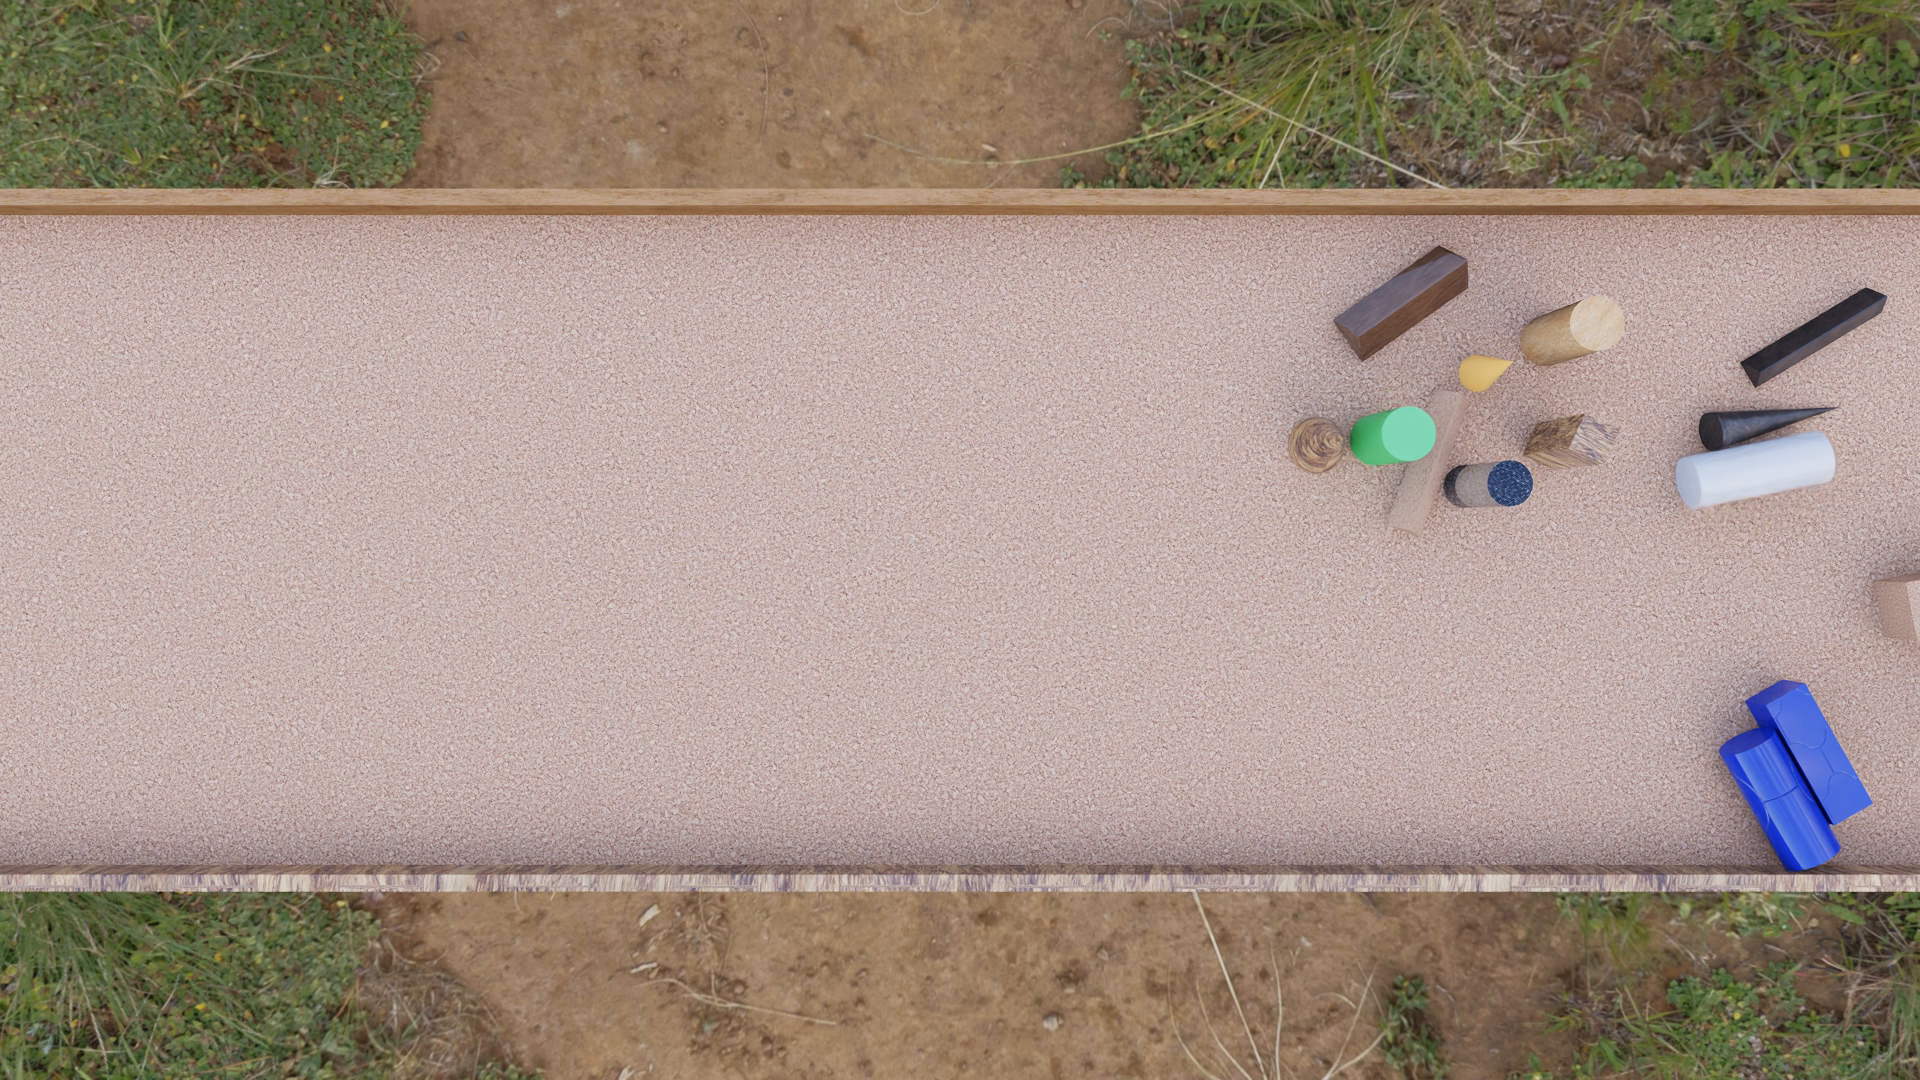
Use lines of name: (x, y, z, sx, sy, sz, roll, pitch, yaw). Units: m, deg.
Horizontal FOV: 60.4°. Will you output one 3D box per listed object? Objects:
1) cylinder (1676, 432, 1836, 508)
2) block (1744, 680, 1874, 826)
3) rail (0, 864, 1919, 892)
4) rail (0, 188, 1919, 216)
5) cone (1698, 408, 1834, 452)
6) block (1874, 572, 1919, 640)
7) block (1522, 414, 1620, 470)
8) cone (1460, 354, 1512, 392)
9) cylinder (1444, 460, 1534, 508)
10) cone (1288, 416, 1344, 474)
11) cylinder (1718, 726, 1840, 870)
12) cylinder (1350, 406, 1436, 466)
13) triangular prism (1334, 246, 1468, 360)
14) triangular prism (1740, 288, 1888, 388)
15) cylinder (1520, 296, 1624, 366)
cylinder: (2.407, -0.211, 4.997, 0.407, 0.160, 0.160, -11, 90, 0)
block: (2.576, 0.642, 5.009, 0.134, 0.134, 0.415, -30, 90, 0)
rail: (-2.247, 1.025, 5.001, 12.000, 0.150, 0.050, 0, 90, 0)
rail: (-2.247, -1.025, 5.002, 12.000, 0.150, 0.050, 0, 90, 0)
cone: (2.496, -0.369, 5.047, 0.437, 0.121, 0.121, -11, 90, -8)
block: (3.047, 0.170, 4.989, 0.447, 0.176, 0.176, -11, 90, 0)
block: (1.803, -0.287, 4.881, 0.109, 0.392, 0.109, 24, 90, 0)
cone: (1.593, -0.514, 4.911, 0.114, 0.332, 0.114, 0, 90, 0)
cylinder: (1.560, -0.163, 4.885, 0.132, 0.378, 0.132, 0, 90, -2)
cone: (1.097, -0.291, 4.899, 0.177, 0.355, 0.177, 0, 90, 0)
cylinder: (2.479, 0.782, 4.991, 0.172, 0.172, 0.399, -30, 90, 0)
cylinder: (1.281, -0.306, 4.900, 0.157, 0.349, 0.157, 0, 91, -2)
triangular prism: (1.355, -0.726, 5.005, 0.397, 0.135, 0.155, -35, 90, 0)
triangular prism: (2.617, -0.622, 5.035, 0.450, 0.078, 0.090, -31, 90, 0)
cylinder: (1.804, -0.613, 4.872, 0.156, 0.408, 0.156, 0, 90, 0)
